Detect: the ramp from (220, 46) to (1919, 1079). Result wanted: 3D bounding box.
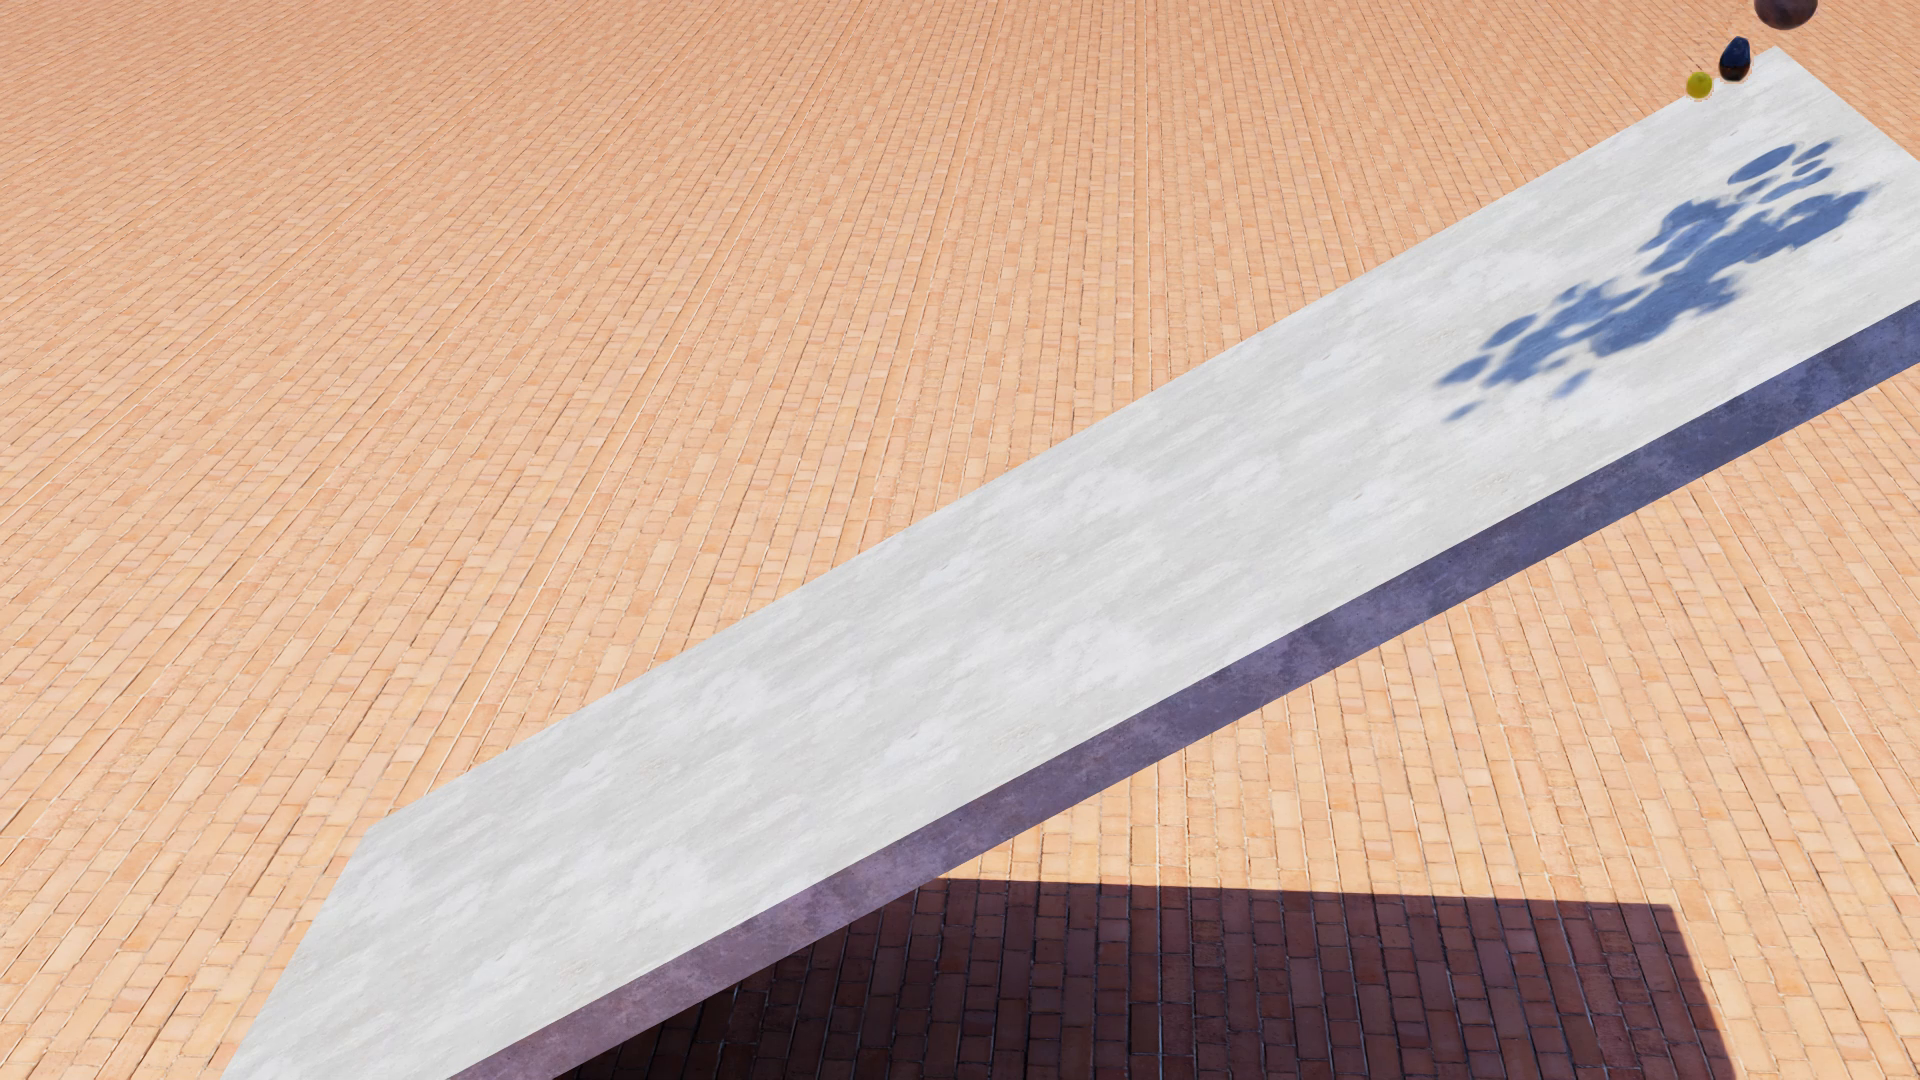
[{"bbox_3d":[0.142,0.168,6.287,4.000,0.100,2.000,-29,15,12],"label":"ramp"}]
